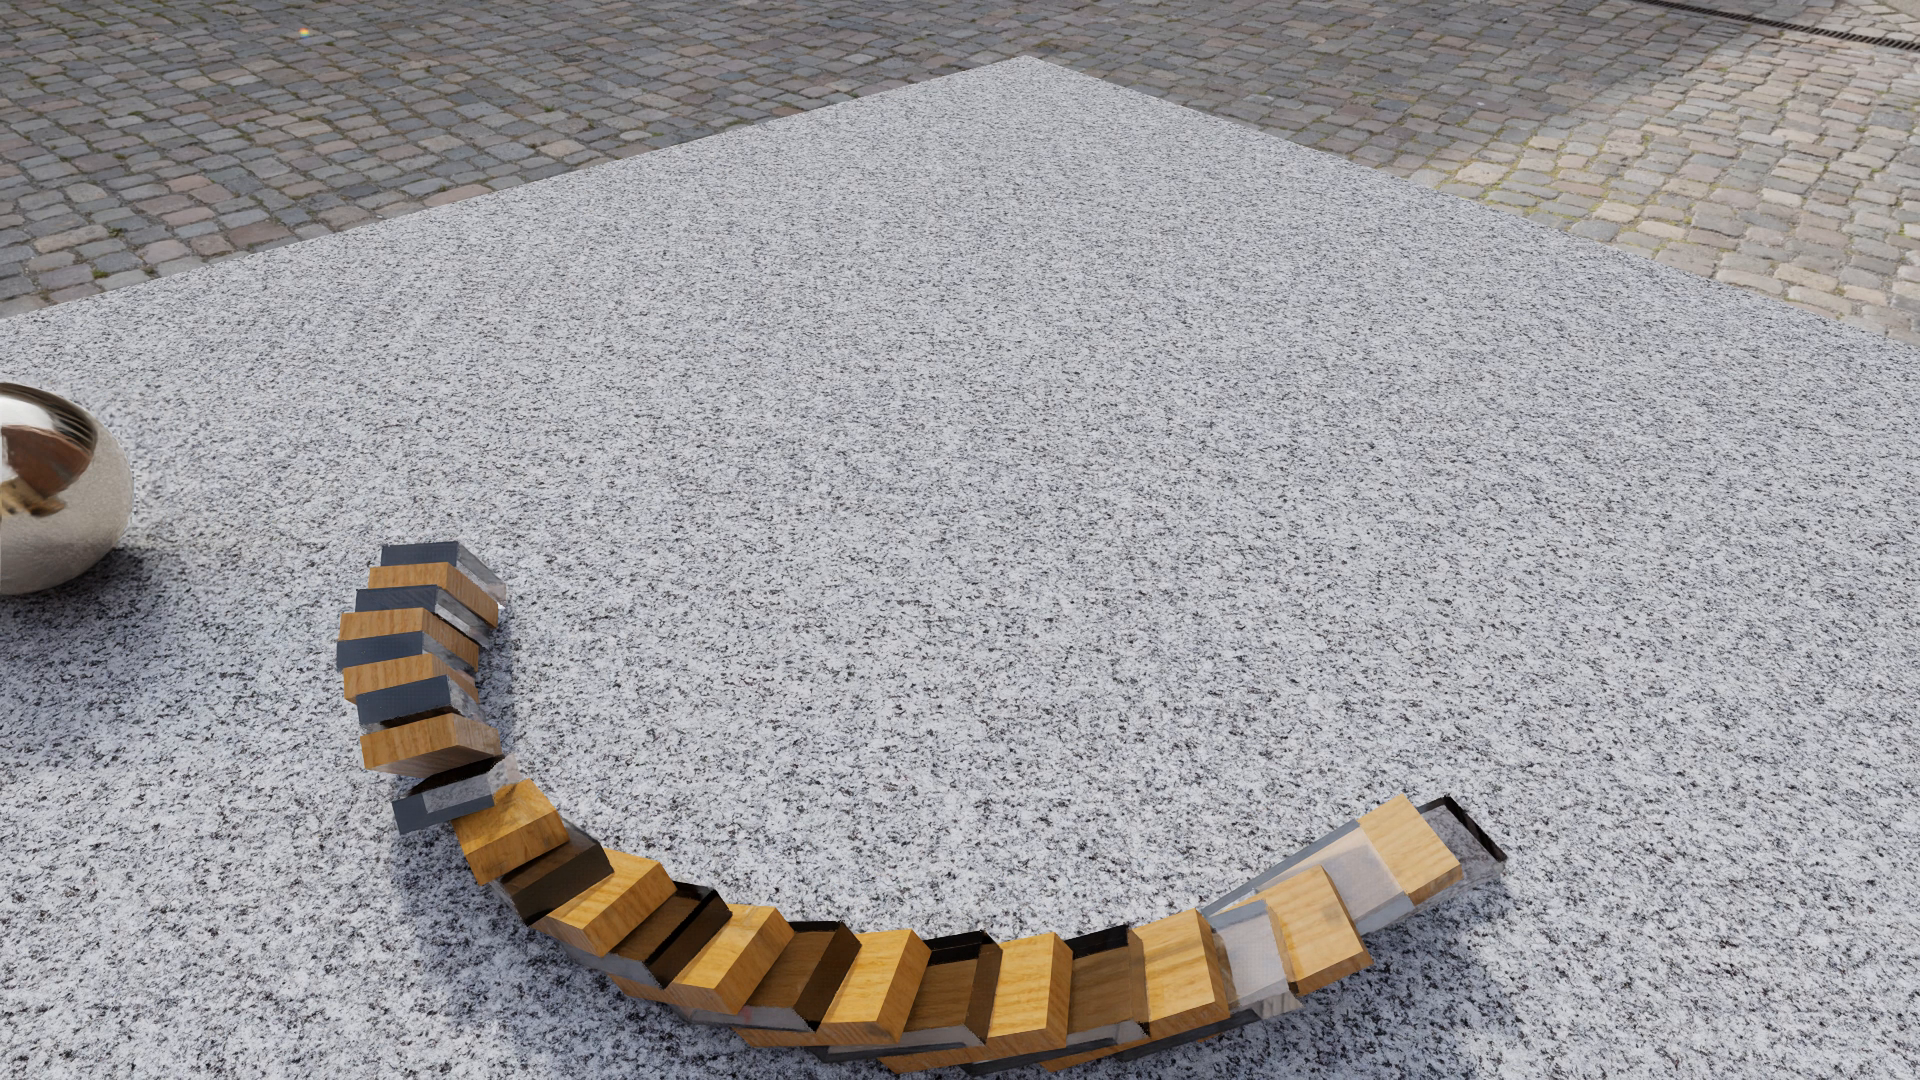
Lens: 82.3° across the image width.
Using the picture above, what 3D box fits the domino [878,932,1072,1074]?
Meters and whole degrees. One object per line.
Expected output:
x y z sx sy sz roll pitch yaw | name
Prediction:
0.004 0.118 0.279 0.050 0.009 0.025 -22 32 26 | domino

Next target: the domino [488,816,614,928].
-0.118 0.092 0.311 0.025 0.009 0.050 -29 14 -31 | domino

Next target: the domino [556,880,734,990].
-0.086 0.104 0.296 0.050 0.010 0.025 -11 25 45 | domino

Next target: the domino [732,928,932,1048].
-0.033 0.115 0.282 0.050 0.009 0.025 -18 29 33 | domino

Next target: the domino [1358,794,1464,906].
0.111 0.096 0.310 0.050 0.010 0.025 -32 43 3 | domino

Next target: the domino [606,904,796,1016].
-0.069 0.109 0.290 0.050 0.009 0.025 -13 26 41 | domino

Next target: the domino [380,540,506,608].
-0.185 0.014 0.396 0.025 0.050 0.010 -4 71 -5 | domino

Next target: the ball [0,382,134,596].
-0.359 -0.019 0.411 0.080 0.080 0.080 0 39 0 | ball

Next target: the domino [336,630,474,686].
-0.181 0.043 0.361 0.025 0.050 0.009 -7 71 -8 | domino

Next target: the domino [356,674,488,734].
-0.167 0.056 0.345 0.025 0.050 0.010 -13 72 -15 | domino

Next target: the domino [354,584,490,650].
-0.184 0.028 0.379 0.025 0.050 0.009 -4 71 -5 | domino

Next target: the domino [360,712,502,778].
-0.160 0.063 0.336 0.025 0.050 0.009 -14 77 -12 | domino

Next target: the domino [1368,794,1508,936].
0.133 0.096 0.326 0.050 0.009 0.025 -15 42 -18 | domino

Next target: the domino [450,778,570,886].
-0.132 0.084 0.320 0.025 0.010 0.050 -25 11 -27 | domino

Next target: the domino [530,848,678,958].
-0.101 0.098 0.303 0.050 0.009 0.025 -9 23 48 | domino

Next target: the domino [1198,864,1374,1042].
0.079 0.109 0.290 0.050 0.009 0.025 -31 40 13 | domino

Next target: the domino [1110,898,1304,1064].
0.060 0.114 0.284 0.050 0.009 0.025 -27 36 18 | domino

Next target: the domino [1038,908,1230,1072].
0.042 0.116 0.282 0.050 0.010 0.025 -27 36 19 | domino

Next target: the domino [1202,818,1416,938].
0.094 0.101 0.300 0.050 0.009 0.025 -35 41 9 | domino

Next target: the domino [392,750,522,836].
-0.149 0.074 0.328 0.025 0.009 0.050 -16 0 -14 | domino

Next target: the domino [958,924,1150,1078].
0.023 0.118 0.280 0.050 0.009 0.025 -24 34 22 | domino

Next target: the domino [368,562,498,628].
-0.184 0.021 0.388 0.025 0.050 0.009 -4 71 -5 | domino

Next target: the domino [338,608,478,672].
-0.184 0.035 0.370 0.025 0.050 0.009 -4 71 -5 | domino

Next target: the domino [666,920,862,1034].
-0.051 0.113 0.285 0.050 0.010 0.025 -16 27 37 | domino

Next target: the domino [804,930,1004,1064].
-0.015 0.117 0.281 0.050 0.009 0.025 -21 31 28 | domino

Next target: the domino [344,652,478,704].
-0.175 0.049 0.353 0.025 0.050 0.009 -10 71 -11 | domino
